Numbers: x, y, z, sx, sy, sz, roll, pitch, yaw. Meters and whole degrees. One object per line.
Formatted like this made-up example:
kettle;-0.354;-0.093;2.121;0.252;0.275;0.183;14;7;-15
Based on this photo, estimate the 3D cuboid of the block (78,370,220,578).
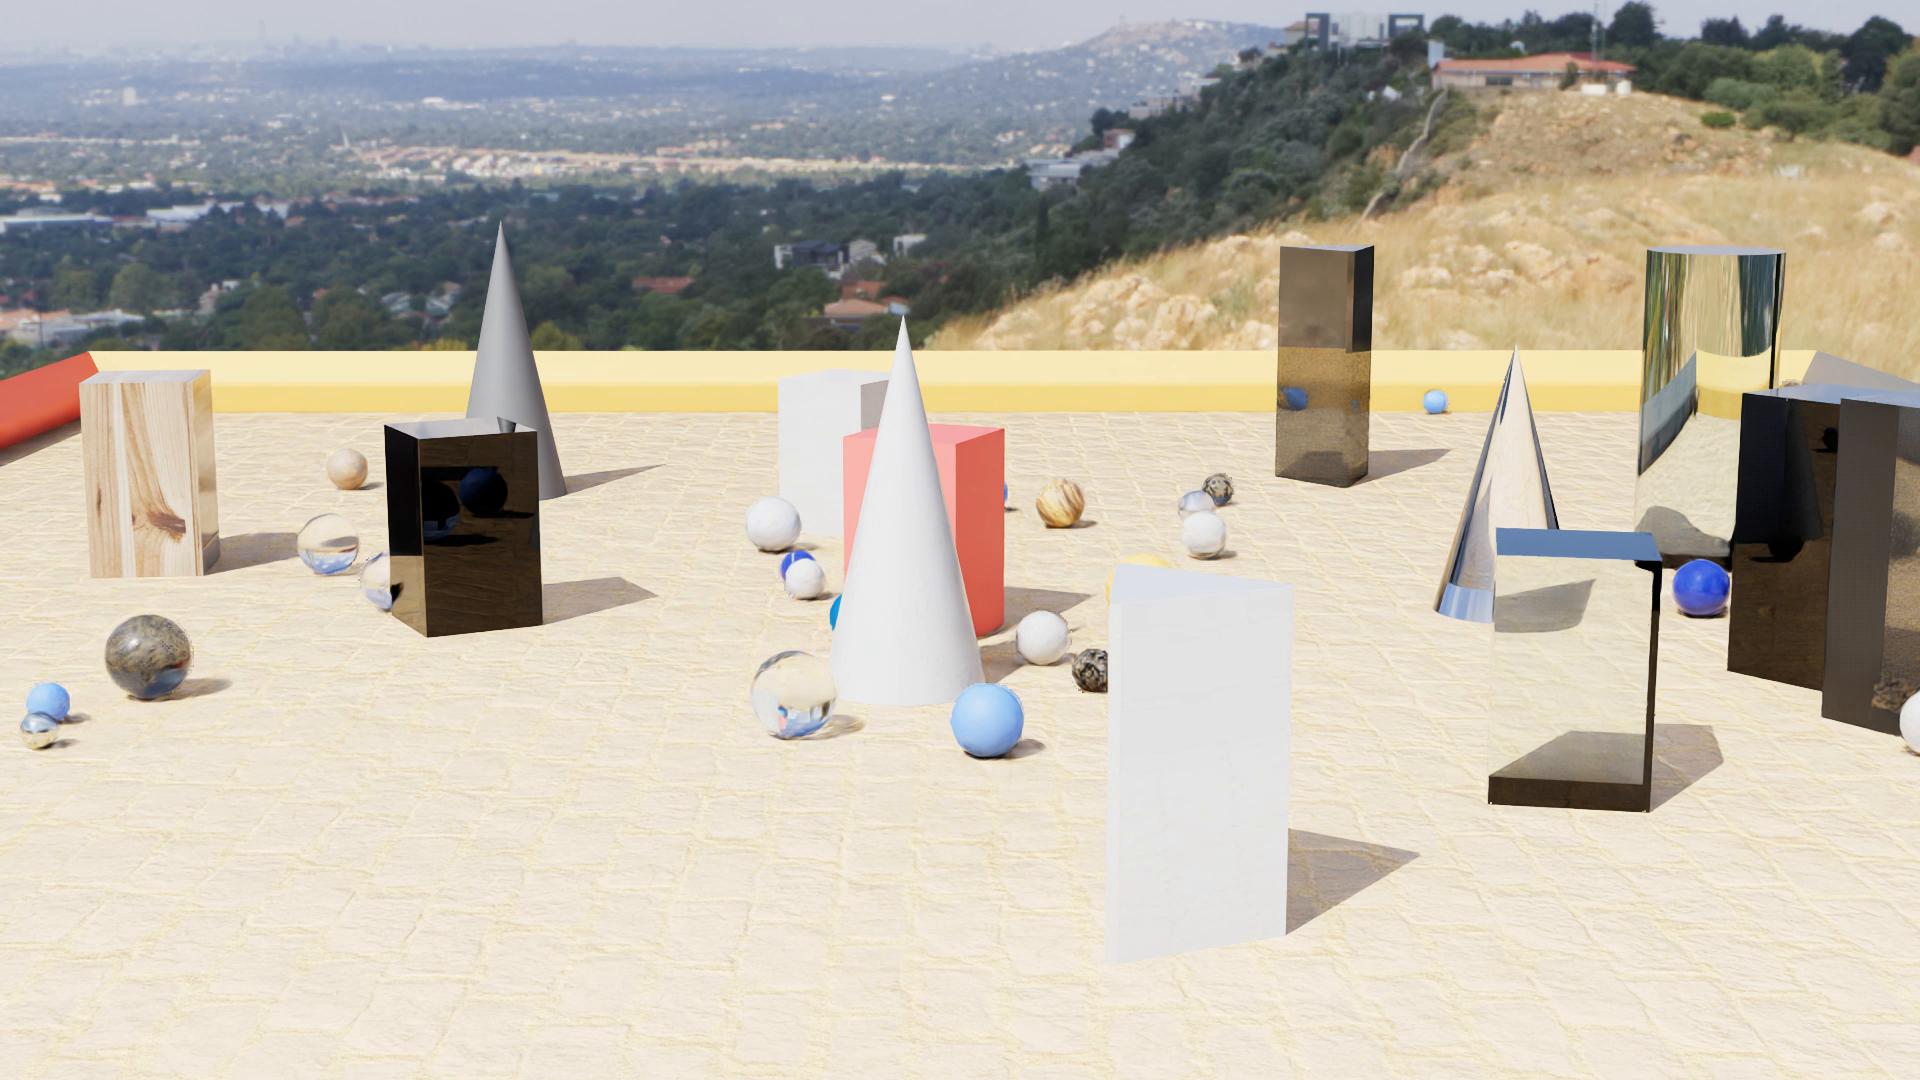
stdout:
block;-1.179;-0.099;3.741;0.157;0.281;0.157;-1;11;-7

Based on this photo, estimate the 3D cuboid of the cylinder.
cylinder;1.102;-0.197;3.780;0.196;0.459;0.196;0;11;0

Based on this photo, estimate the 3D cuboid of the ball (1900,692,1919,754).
ball;1.039;0.194;2.728;0.075;0.075;0.075;0;11;0

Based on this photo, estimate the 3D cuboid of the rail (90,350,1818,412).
rail;-0.012;-0.333;5.420;3.662;0.127;0.045;0;11;0

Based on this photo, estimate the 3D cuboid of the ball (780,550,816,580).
ball;-0.226;0.041;3.608;0.054;0.054;0.054;0;11;0

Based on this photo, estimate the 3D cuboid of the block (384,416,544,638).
block;-0.655;-0.020;3.381;0.157;0.259;0.157;-6;12;-28

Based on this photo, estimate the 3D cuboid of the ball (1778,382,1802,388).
ball;1.746;-0.297;5.387;0.072;0.072;0.072;0;11;0

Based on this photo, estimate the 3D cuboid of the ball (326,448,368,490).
ball;-1.062;-0.123;4.450;0.071;0.071;0.071;0;11;0

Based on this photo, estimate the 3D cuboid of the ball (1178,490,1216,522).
ball;0.376;-0.049;4.079;0.060;0.060;0.060;0;11;0

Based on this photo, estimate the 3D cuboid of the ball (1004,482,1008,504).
ball;0.046;-0.078;4.218;0.067;0.067;0.067;0;11;0

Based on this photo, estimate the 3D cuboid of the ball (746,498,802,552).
ball;-0.281;-0.023;3.877;0.083;0.083;0.083;0;11;0

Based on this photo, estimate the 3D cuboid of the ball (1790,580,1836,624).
ball;1.124;0.083;3.378;0.057;0.057;0.057;0;11;0

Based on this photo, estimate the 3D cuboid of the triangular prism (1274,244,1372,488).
triangular prism;0.675;-0.313;4.540;0.147;0.411;0.170;-8;13;-38

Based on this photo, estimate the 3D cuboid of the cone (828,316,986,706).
cone;-0.065;-0.044;3.005;0.196;0.442;0.196;0;11;0

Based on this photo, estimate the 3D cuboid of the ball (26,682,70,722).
ball;-1.019;0.182;2.867;0.047;0.047;0.047;0;11;0

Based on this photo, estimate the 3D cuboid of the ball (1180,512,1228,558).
ball;0.364;-0.008;3.828;0.071;0.071;0.071;0;11;0

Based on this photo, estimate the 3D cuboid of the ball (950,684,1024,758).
ball;0.029;0.192;2.730;0.078;0.078;0.078;0;11;0

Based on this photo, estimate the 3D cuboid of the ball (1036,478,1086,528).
ball;0.160;-0.058;4.082;0.078;0.078;0.078;0;11;0

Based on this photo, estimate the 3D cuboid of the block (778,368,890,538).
block;-0.177;-0.139;4.065;0.157;0.242;0.157;7;12;31

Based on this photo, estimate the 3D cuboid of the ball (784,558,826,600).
ball;-0.213;0.054;3.533;0.057;0.057;0.057;0;11;0

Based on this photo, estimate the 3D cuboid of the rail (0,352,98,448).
rail;-1.807;0.035;3.439;0.045;0.127;4.057;0;11;0

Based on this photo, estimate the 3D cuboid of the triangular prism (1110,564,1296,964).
triangular prism;0.169;0.180;2.180;0.170;0.302;0.147;-5;12;-25

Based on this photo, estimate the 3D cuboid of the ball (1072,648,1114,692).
ball;0.157;0.153;3.013;0.052;0.052;0.052;0;11;0

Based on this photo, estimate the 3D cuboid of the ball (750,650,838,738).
ball;-0.182;0.168;2.811;0.095;0.095;0.095;0;11;0

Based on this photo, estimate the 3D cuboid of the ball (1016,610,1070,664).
ball;0.101;0.120;3.153;0.066;0.066;0.066;0;11;0

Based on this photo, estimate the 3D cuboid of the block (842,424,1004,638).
block;-0.045;-0.010;3.319;0.157;0.261;0.157;5;11;24

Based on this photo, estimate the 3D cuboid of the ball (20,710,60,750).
ball;-0.991;0.205;2.763;0.041;0.041;0.041;0;11;0

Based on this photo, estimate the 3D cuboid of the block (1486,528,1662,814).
block;0.618;0.128;2.596;0.157;0.253;0.157;2;11;11

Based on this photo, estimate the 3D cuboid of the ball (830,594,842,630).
ball;-0.127;0.098;3.247;0.075;0.075;0.075;0;11;0

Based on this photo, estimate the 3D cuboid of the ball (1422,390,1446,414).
ball;1.000;-0.290;5.405;0.051;0.051;0.051;0;11;0

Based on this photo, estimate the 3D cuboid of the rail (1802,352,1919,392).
rail;1.807;0.031;3.459;0.045;0.127;4.057;0;11;0

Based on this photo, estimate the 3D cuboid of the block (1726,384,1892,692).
block;1.043;-0.006;3.076;0.157;0.341;0.157;-8;13;-37

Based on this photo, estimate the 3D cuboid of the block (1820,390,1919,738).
block;1.082;0.026;2.845;0.157;0.363;0.157;-7;12;-33

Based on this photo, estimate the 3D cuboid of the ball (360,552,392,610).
ball;-0.770;0.055;3.466;0.078;0.078;0.078;0;11;0

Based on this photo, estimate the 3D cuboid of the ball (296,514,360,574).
ball;-0.912;0.006;3.707;0.089;0.089;0.089;0;11;0

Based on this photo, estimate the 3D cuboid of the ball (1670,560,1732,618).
ball;0.988;0.064;3.422;0.077;0.077;0.077;0;11;0

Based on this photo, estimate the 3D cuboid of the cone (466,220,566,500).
cone;-0.774;-0.310;4.364;0.196;0.469;0.196;0;11;0

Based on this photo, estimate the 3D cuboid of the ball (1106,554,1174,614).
ball;0.239;0.066;3.353;0.098;0.098;0.098;0;11;0

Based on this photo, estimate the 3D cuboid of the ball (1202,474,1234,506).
ball;0.430;-0.083;4.284;0.052;0.052;0.052;0;11;0

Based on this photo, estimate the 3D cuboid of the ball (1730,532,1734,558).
ball;1.152;0.008;3.682;0.091;0.091;0.091;0;11;0

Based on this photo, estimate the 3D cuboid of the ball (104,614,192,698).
ball;-0.944;0.135;2.983;0.098;0.098;0.098;0;11;0

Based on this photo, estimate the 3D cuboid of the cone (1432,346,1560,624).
cone;0.738;-0.084;3.439;0.196;0.362;0.196;0;11;0

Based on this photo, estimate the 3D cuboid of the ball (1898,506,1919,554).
ball;1.449;-0.015;3.855;0.075;0.075;0.075;0;11;0
